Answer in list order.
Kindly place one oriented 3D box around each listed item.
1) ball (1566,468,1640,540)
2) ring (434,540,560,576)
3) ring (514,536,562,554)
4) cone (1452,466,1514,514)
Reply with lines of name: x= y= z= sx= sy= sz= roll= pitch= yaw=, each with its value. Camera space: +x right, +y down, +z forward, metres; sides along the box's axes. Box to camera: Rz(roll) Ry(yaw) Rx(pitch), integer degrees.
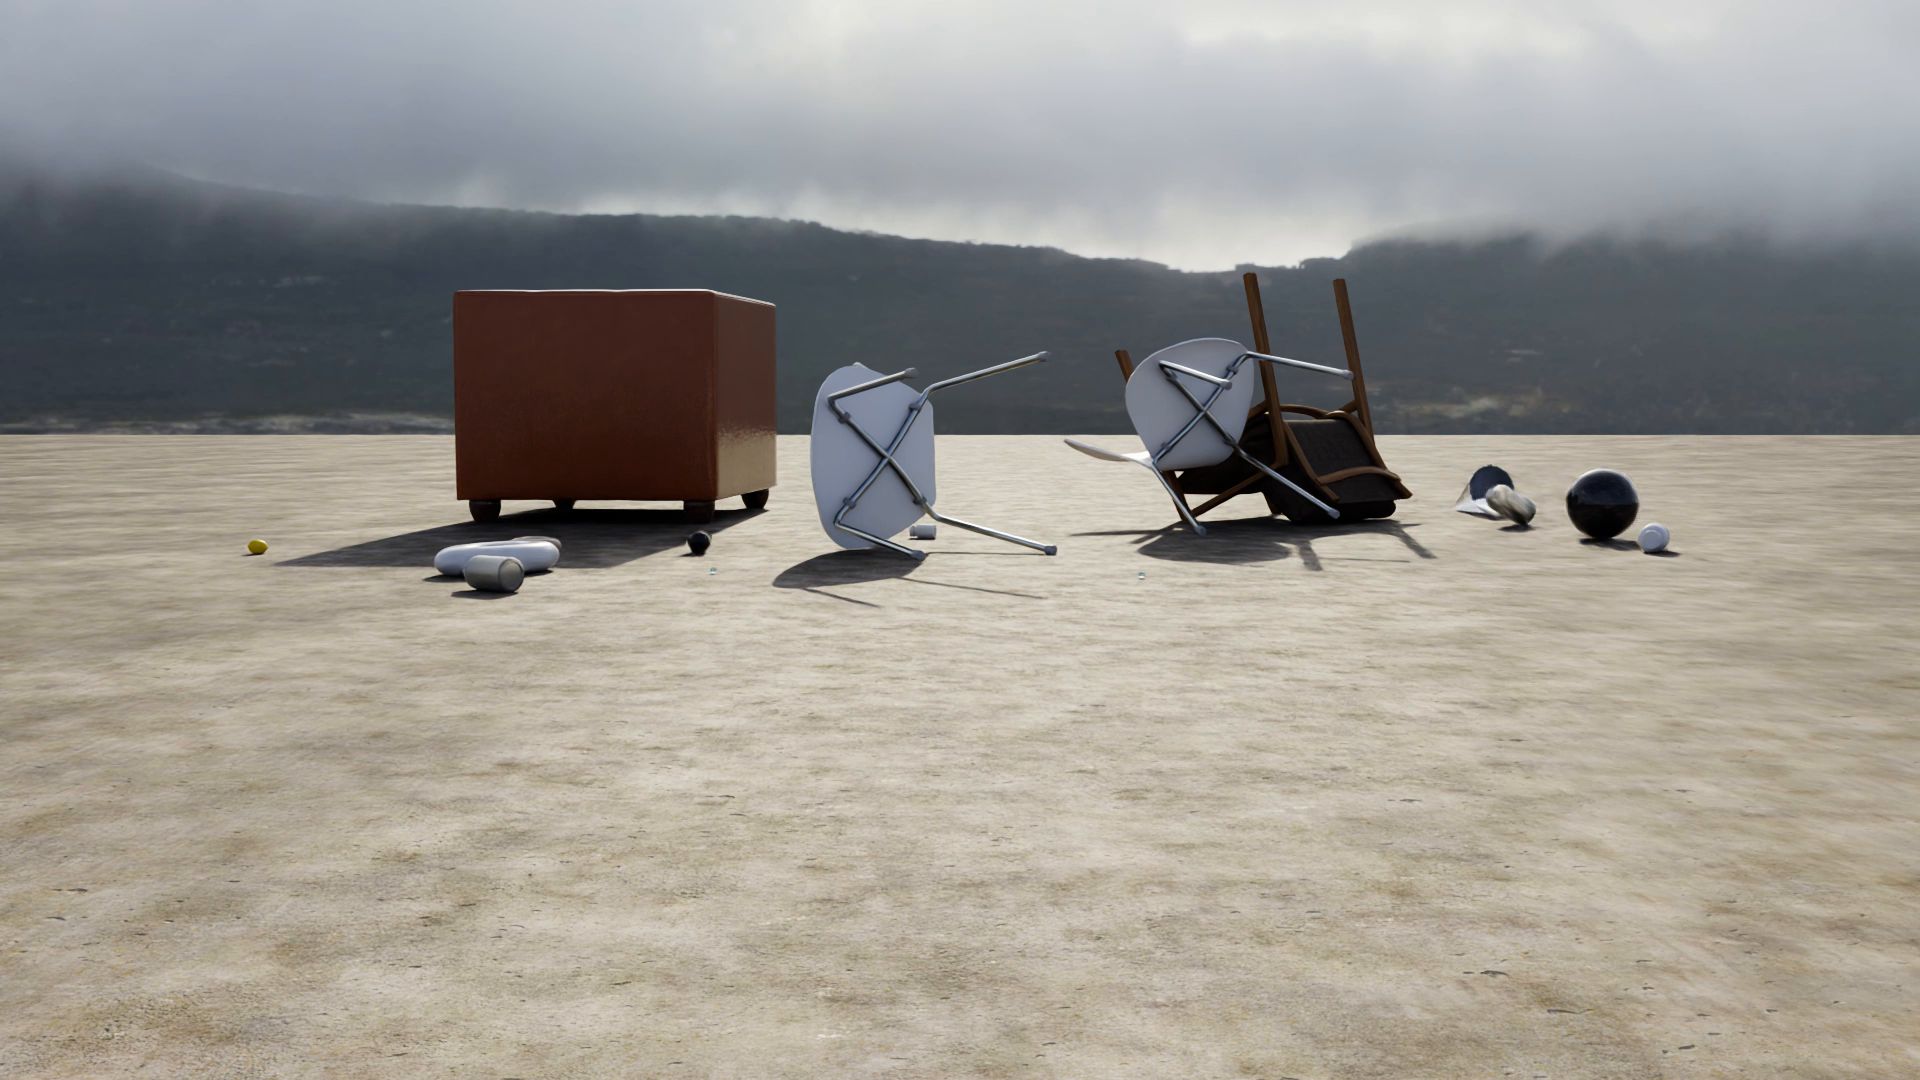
ball: x=1.923 y=-0.109 z=6.584 sx=0.212 sy=0.212 sz=0.212 roll=0 pitch=4 yaw=0
ring: x=-1.131 y=0.045 z=5.382 sx=0.218 sy=0.072 sz=0.358 roll=1 pitch=5 yaw=36
ring: x=-1.145 y=0.018 z=5.933 sx=0.149 sy=0.049 sz=0.125 roll=3 pitch=6 yaw=28
cone: x=1.867 y=-0.146 z=8.030 sx=0.173 sy=0.181 sz=0.322 roll=14 pitch=-15 yaw=-11
